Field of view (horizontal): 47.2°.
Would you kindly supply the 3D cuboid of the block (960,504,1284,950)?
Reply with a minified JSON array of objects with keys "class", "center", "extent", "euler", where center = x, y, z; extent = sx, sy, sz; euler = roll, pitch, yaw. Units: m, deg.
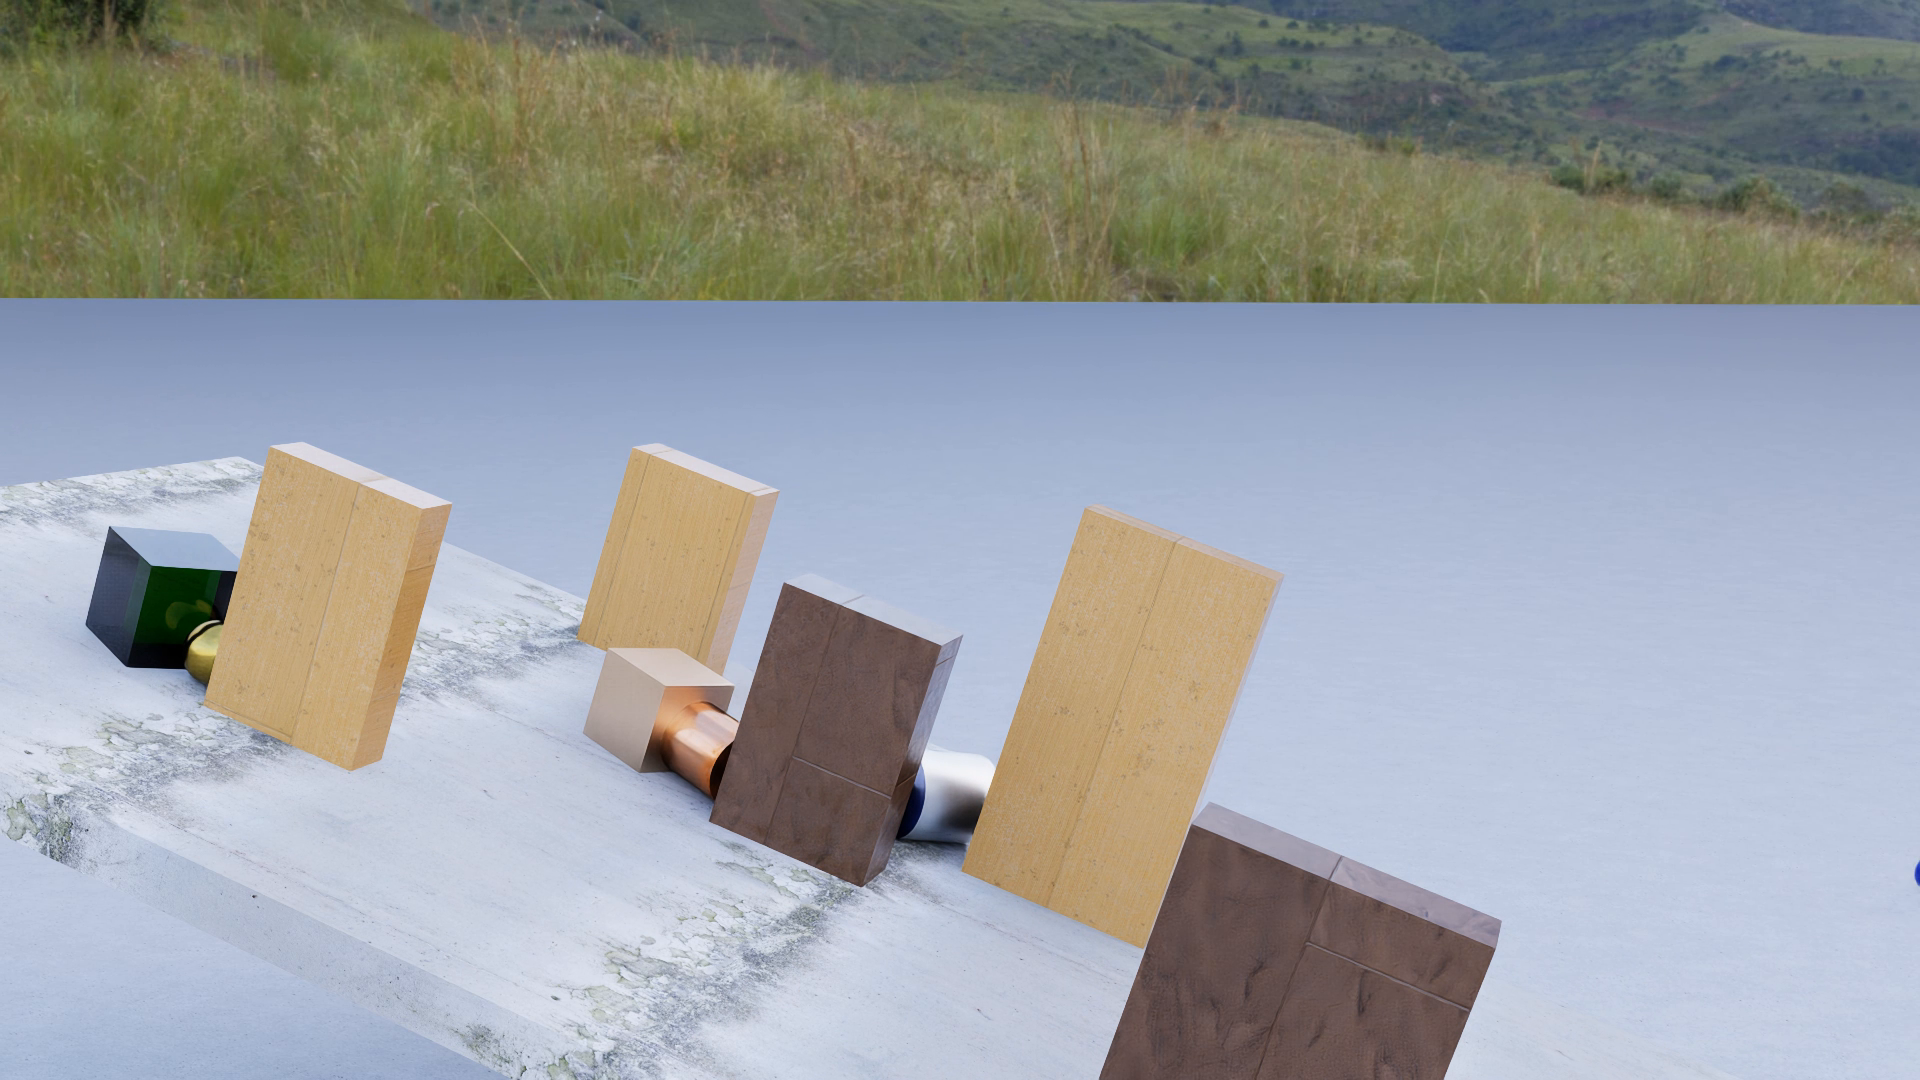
[{"class":"block","center":[0.315,0.366,4.339],"extent":[0.397,0.784,0.096],"euler":[21,12,14]}]

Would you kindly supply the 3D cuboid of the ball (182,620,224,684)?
[{"class":"ball","center":[-1.388,0.211,4.107],"extent":[0.124,0.124,0.124],"euler":[0,7,0]}]

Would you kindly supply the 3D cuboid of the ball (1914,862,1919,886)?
[{"class":"ball","center":[2.919,1.003,6.586],"extent":[0.113,0.113,0.113],"euler":[0,7,0]}]

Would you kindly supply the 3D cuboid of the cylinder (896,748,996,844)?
[{"class":"cylinder","center":[-0.048,0.526,4.526],"extent":[0.187,0.187,0.187],"euler":[10,0,-35]}]

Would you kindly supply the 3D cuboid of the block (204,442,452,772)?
[{"class":"block","center":[-1.143,0.118,3.968],"extent":[0.321,0.504,0.102],"euler":[21,12,14]}]

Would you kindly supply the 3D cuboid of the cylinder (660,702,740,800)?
[{"class":"cylinder","center":[-0.489,0.426,4.398],"extent":[0.157,0.157,0.157],"euler":[28,23,38]}]

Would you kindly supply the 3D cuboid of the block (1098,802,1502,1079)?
[{"class":"block","center":[0.440,0.757,3.116],"extent":[0.437,0.638,0.135],"euler":[21,12,14]}]

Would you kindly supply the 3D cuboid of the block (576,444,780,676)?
[{"class":"block","center":[-0.649,0.058,5.052],"extent":[0.320,0.472,0.136],"euler":[21,12,14]}]

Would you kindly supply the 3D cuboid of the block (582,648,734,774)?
[{"class":"block","center":[-0.615,0.346,4.489],"extent":[0.190,0.190,0.190],"euler":[28,15,38]}]

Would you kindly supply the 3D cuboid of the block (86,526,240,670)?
[{"class":"block","center":[-1.504,0.112,4.186],"extent":[0.204,0.204,0.204],"euler":[6,17,-45]}]

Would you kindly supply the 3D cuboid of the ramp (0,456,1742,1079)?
[{"class":"ramp","center":[-0.348,0.649,4.220],"extent":[4.000,0.100,2.000],"euler":[21,12,14]}]

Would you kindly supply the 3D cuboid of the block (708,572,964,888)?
[{"class":"block","center":[-0.239,0.362,4.224],"extent":[0.330,0.500,0.139],"euler":[21,12,14]}]
